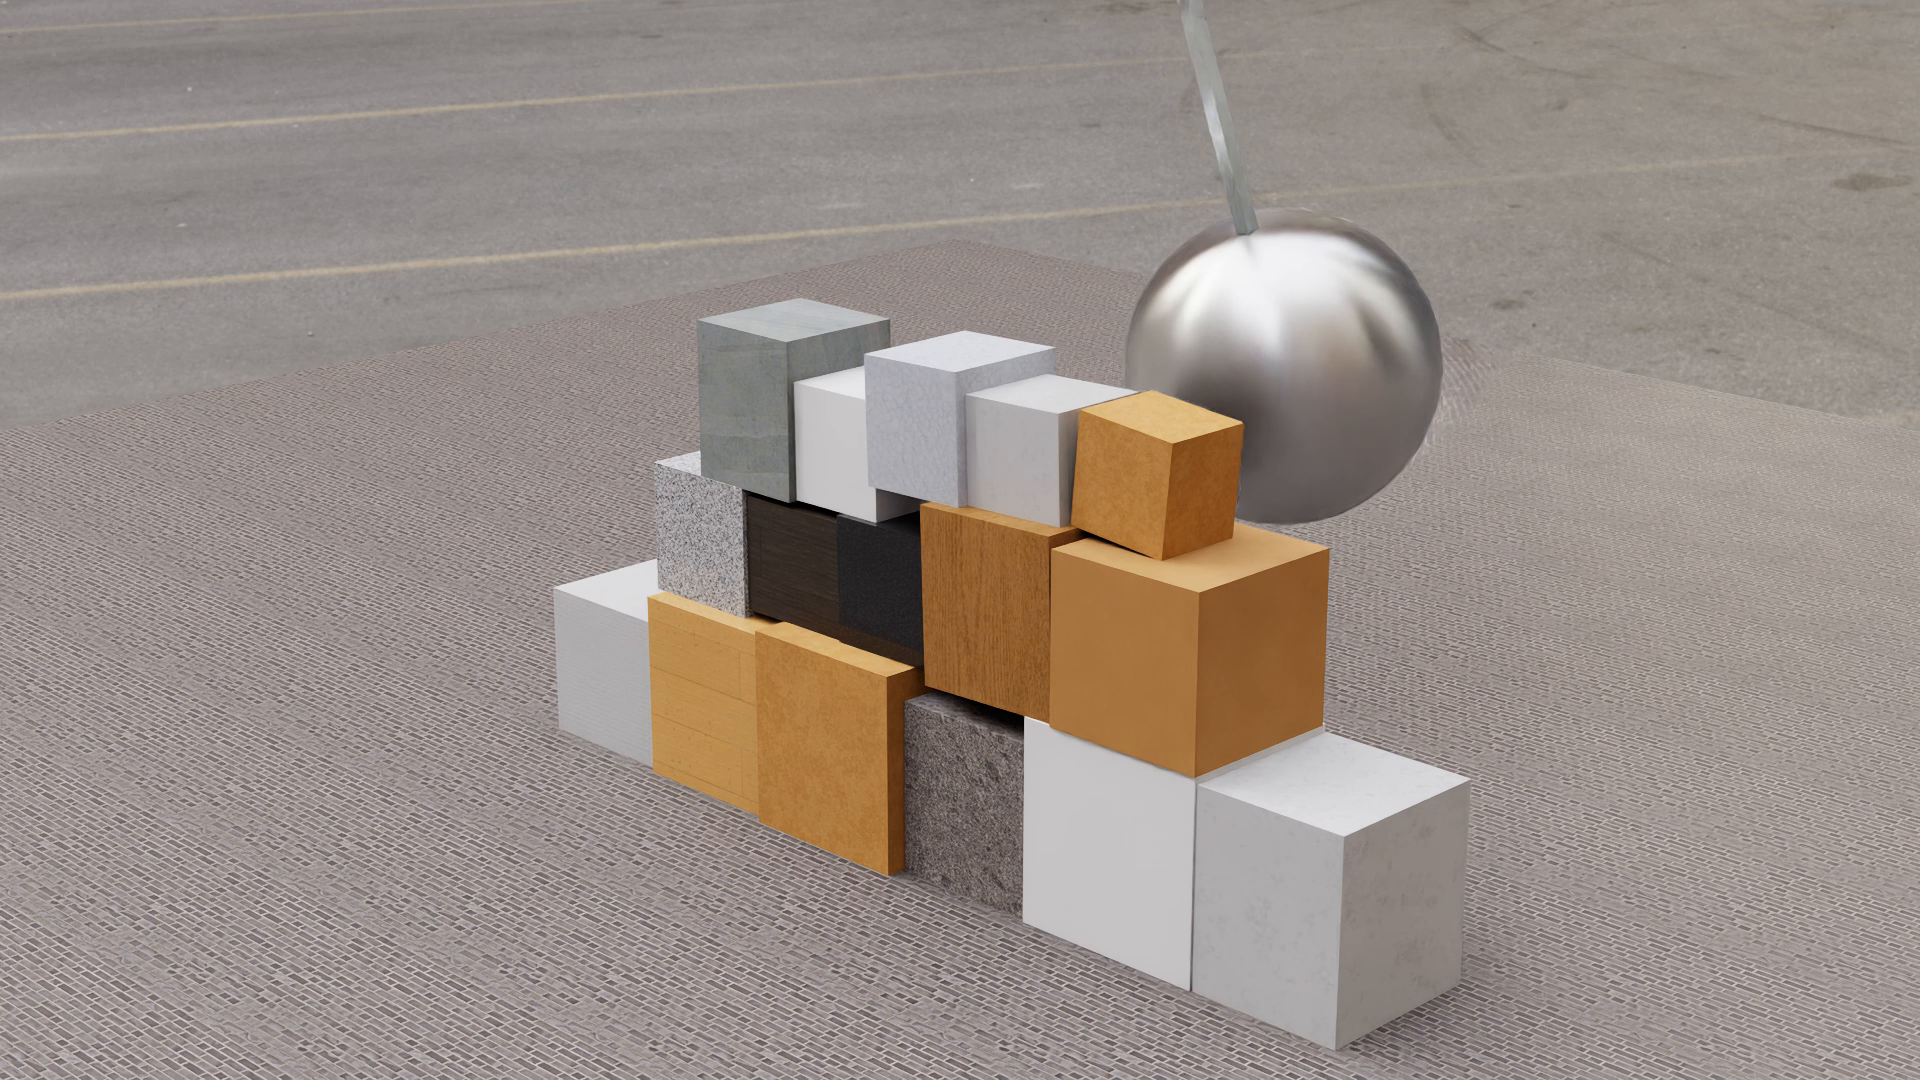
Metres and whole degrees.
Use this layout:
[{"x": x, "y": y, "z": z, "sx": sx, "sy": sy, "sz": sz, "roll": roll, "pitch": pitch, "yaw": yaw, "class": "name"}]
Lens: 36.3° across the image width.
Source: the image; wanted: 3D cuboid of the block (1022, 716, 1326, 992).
[{"x": 0.925, "y": 1.239, "z": 12.786, "sx": 0.860, "sy": 0.970, "sz": 0.968, "roll": -17, "pitch": 24, "yaw": -42, "class": "block"}]

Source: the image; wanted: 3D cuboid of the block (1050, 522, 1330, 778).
[{"x": 0.970, "y": 0.417, "z": 12.448, "sx": 0.843, "sy": 0.801, "sz": 0.816, "roll": -17, "pitch": 24, "yaw": -42, "class": "block"}]

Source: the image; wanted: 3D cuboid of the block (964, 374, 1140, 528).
[{"x": 0.405, "y": -0.396, "z": 12.765, "sx": 0.552, "sy": 0.499, "sz": 0.516, "roll": 14, "pitch": 22, "yaw": 43, "class": "block"}]

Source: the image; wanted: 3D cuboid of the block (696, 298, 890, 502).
[{"x": -0.786, "y": -0.676, "z": 13.962, "sx": 0.658, "sy": 0.769, "sz": 0.633, "roll": -17, "pitch": 24, "yaw": -42, "class": "block"}]

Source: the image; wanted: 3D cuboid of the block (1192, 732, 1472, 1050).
[{"x": 1.543, "y": 1.441, "z": 12.204, "sx": 0.848, "sy": 0.933, "sz": 0.756, "roll": -17, "pitch": 24, "yaw": -42, "class": "block"}]

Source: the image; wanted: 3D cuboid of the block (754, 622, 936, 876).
[{"x": -0.296, "y": 0.878, "z": 13.930, "sx": 0.991, "sy": 0.971, "sz": 0.895, "roll": -17, "pitch": 24, "yaw": -42, "class": "block"}]

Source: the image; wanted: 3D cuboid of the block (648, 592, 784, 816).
[{"x": -0.917, "y": 0.714, "z": 14.533, "sx": 0.896, "sy": 0.924, "sz": 0.846, "roll": -17, "pitch": 24, "yaw": -42, "class": "block"}]

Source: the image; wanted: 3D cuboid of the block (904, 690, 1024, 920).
[{"x": 0.295, "y": 1.122, "z": 13.385, "sx": 0.790, "sy": 0.832, "sz": 0.760, "roll": -17, "pitch": 24, "yaw": -42, "class": "block"}]

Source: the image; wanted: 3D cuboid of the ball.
[{"x": 1.623, "y": -0.874, "z": 14.768, "sx": 1.600, "sy": 1.600, "sz": 1.600, "roll": 0, "pitch": 17, "yaw": 0, "class": "ball"}]

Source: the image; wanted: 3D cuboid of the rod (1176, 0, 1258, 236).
[{"x": 0.703, "y": -3.595, "z": 12.949, "sx": 0.080, "sy": 5.200, "sz": 0.080, "roll": 17, "pitch": 46, "yaw": 42, "class": "rod"}]

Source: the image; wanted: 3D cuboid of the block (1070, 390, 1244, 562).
[{"x": 0.831, "y": -0.278, "z": 12.388, "sx": 0.458, "sy": 0.518, "sz": 0.518, "roll": -17, "pitch": 29, "yaw": -42, "class": "block"}]

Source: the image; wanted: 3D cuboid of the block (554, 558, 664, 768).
[{"x": -1.524, "y": 0.614, "z": 15.105, "sx": 0.771, "sy": 0.771, "sz": 0.808, "roll": -17, "pitch": 24, "yaw": -42, "class": "block"}]

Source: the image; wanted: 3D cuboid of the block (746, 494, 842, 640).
[{"x": -0.557, "y": 0.061, "z": 13.962, "sx": 0.639, "sy": 0.569, "sz": 0.646, "roll": -17, "pitch": 24, "yaw": -42, "class": "block"}]

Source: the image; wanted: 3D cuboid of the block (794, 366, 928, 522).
[{"x": -0.385, "y": -0.459, "z": 13.577, "sx": 0.539, "sy": 0.565, "sz": 0.532, "roll": 16, "pitch": 23, "yaw": 43, "class": "block"}]

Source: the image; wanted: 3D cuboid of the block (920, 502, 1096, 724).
[{"x": 0.382, "y": 0.236, "z": 12.991, "sx": 0.777, "sy": 0.838, "sz": 0.777, "roll": -17, "pitch": 22, "yaw": -42, "class": "block"}]

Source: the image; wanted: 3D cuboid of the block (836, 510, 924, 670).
[{"x": -0.122, "y": 0.179, "z": 13.498, "sx": 0.638, "sy": 0.614, "sz": 0.610, "roll": 16, "pitch": 23, "yaw": 43, "class": "block"}]

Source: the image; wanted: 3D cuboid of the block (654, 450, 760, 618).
[{"x": -1.032, "y": -0.069, "z": 14.400, "sx": 0.650, "sy": 0.650, "sz": 0.652, "roll": -17, "pitch": 24, "yaw": -42, "class": "block"}]

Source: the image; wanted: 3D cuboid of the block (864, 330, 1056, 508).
[{"x": 0.006, "y": -0.550, "z": 13.137, "sx": 0.572, "sy": 0.608, "sz": 0.635, "roll": 14, "pitch": 22, "yaw": 43, "class": "block"}]
